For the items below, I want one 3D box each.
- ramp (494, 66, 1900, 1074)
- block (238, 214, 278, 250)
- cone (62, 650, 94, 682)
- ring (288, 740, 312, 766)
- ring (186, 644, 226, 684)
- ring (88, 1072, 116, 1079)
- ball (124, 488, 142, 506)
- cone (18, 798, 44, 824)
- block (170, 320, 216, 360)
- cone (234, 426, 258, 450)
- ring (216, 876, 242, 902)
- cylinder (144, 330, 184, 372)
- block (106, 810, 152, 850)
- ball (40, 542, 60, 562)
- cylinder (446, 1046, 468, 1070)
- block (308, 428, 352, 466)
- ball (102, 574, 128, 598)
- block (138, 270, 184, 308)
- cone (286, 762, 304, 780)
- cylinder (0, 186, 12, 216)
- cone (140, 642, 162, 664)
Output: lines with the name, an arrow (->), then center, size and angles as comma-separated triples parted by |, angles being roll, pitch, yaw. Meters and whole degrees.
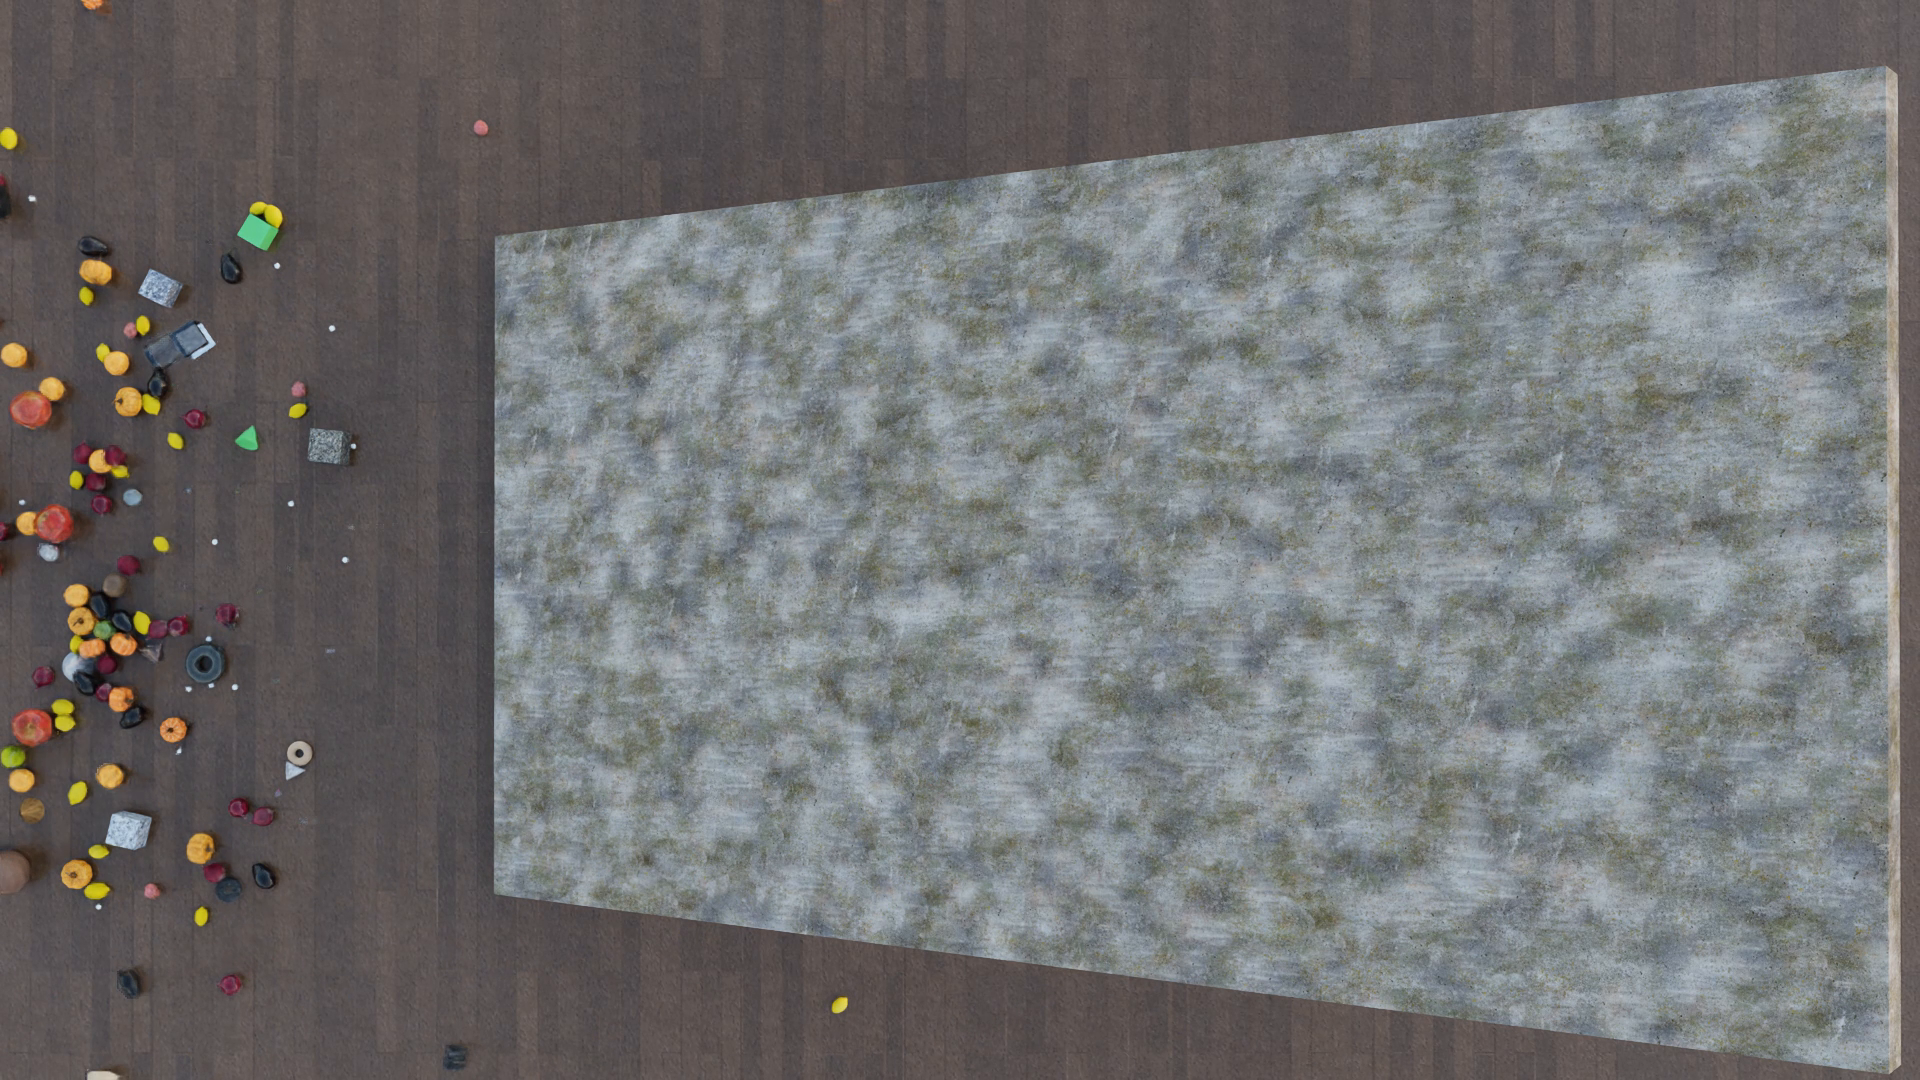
ramp -> 0.241, 0.067, 5.564 | 4.000, 0.100, 2.000 | 0, 89, 36
block -> -2.150, -0.943, 6.737 | 0.076, 0.076, 0.076 | 31, 90, 0
cone -> -2.714, 0.389, 6.716 | 0.097, 0.097, 0.097 | 0, 90, 0
ring -> -2.027, 0.655, 6.750 | 0.077, 0.026, 0.077 | 0, 88, 1
ring -> -2.315, 0.380, 6.744 | 0.125, 0.042, 0.125 | 0, 88, 3
ring -> -2.618, 1.638, 6.712 | 0.084, 0.084, 0.028 | 4, 76, 0
ball -> -2.538, -0.131, 6.743 | 0.051, 0.051, 0.051 | 0, 90, 0
cone -> -2.854, 0.832, 6.722 | 0.080, 0.080, 0.080 | 0, 90, 0
block -> -2.348, -0.613, 6.732 | 0.082, 0.082, 0.082 | -34, 90, 0
cone -> -2.182, -0.325, 6.755 | 0.070, 0.070, 0.070 | 10, 63, 0
ring -> -2.244, 1.073, 6.747 | 0.080, 0.027, 0.080 | 0, 90, -1
cylinder -> -2.430, -0.578, 6.727 | 0.091, 0.091, 0.091 | -31, 90, 0
block -> -2.539, 0.886, 6.716 | 0.090, 0.090, 0.090 | 13, 90, 0
ball -> -2.789, 0.037, 6.740 | 0.056, 0.056, 0.056 | 0, 90, 0
cylinder -> -1.540, 1.585, 6.726 | 0.060, 0.060, 0.060 | 9, 90, 0
block -> -1.926, -0.285, 6.721 | 0.099, 0.099, 0.099 | 6, 90, 0
ball -> -2.586, 0.141, 6.730 | 0.074, 0.074, 0.074 | 0, 90, 0
block -> -2.447, -0.770, 6.733 | 0.082, 0.082, 0.082 | 27, 90, 0
cone -> -2.036, 0.708, 6.750 | 0.056, 0.056, 0.056 | 1, 90, -27
cylinder -> -2.970, -1.032, 6.730 | 0.092, 0.092, 0.092 | -7, 90, 0
cone -> -2.471, 0.333, 6.751 | 0.065, 0.065, 0.065 | 35, 63, 0
